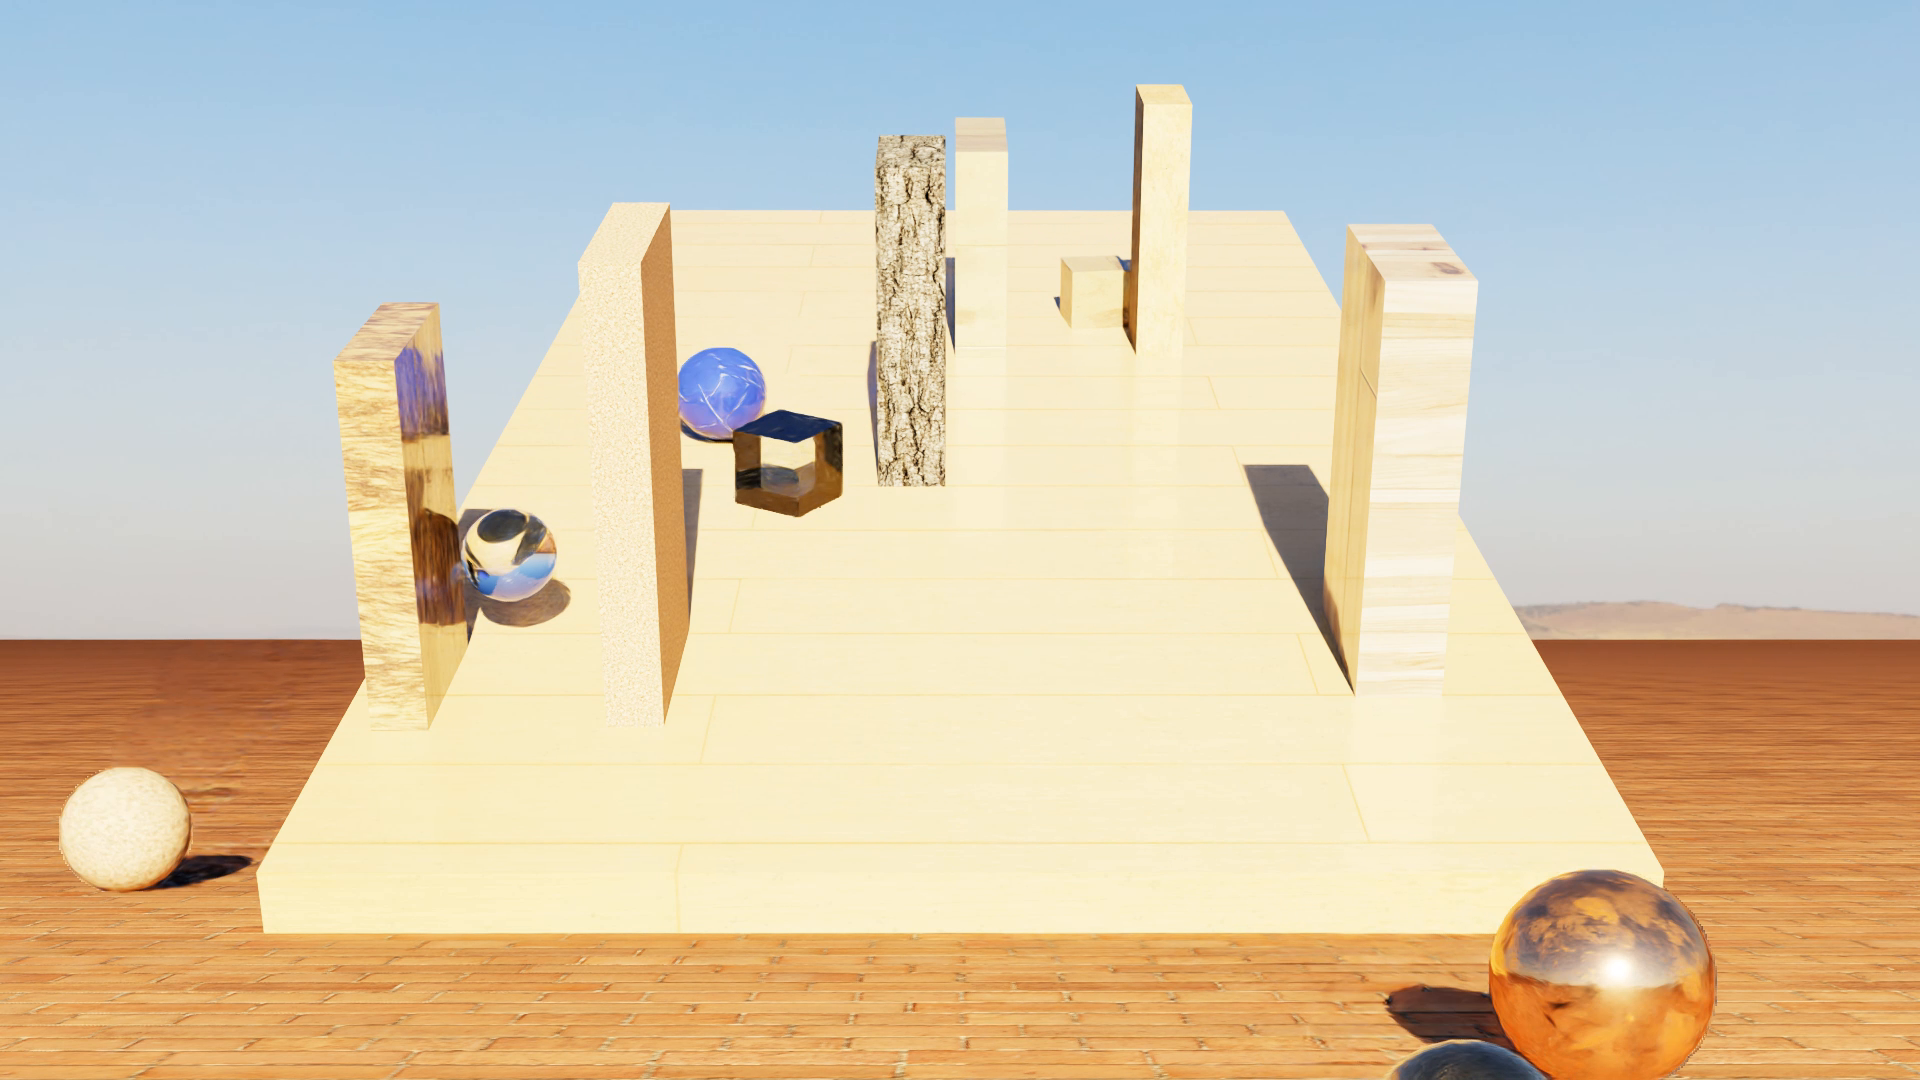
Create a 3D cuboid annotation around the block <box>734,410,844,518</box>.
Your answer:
[{"bbox_3d":[-0.345,-0.156,4.625,0.156,0.156,0.156,13,25,29],"label":"block"}]

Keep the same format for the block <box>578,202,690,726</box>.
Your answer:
[{"bbox_3d":[-0.523,-0.127,3.724,0.093,0.766,0.387,0,22,0],"label":"block"}]

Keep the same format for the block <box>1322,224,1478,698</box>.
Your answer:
[{"bbox_3d":[0.725,-0.136,3.830,0.143,0.710,0.368,0,22,0],"label":"block"}]

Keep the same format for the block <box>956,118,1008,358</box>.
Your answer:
[{"bbox_3d":[0.050,-0.752,5.659,0.123,0.503,0.414,0,22,0],"label":"block"}]

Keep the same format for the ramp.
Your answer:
[{"bbox_3d":[-0.006,-0.219,5.132,2.000,0.100,4.000,0,22,0],"label":"ramp"}]

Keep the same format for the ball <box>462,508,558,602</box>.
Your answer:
[{"bbox_3d":[-0.775,0.025,3.942,0.162,0.162,0.162,0,-2,0],"label":"ball"}]

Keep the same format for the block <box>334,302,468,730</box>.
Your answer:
[{"bbox_3d":[-0.898,-0.041,3.707,0.091,0.618,0.325,0,22,0],"label":"block"}]

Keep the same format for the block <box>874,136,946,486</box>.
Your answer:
[{"bbox_3d":[-0.099,-0.477,4.748,0.139,0.663,0.320,0,22,0],"label":"block"}]

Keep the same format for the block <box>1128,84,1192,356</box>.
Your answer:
[{"bbox_3d":[0.485,-0.778,5.579,0.112,0.613,0.254,0,22,0],"label":"block"}]

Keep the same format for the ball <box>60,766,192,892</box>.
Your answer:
[{"bbox_3d":[-1.393,0.483,3.828,0.208,0.208,0.208,0,-2,0],"label":"ball"}]

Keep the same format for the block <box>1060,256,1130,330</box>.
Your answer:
[{"bbox_3d":[0.344,-0.632,5.840,0.149,0.149,0.149,-3,22,-8],"label":"block"}]

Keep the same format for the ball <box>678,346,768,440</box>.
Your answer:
[{"bbox_3d":[-0.519,-0.318,4.970,0.203,0.203,0.203,0,-2,0],"label":"ball"}]

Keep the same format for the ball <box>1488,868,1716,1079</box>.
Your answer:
[{"bbox_3d":[0.606,0.415,2.168,0.208,0.208,0.208,0,-2,0],"label":"ball"}]

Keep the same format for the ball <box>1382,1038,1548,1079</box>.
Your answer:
[{"bbox_3d":[0.357,0.424,1.609,0.145,0.145,0.145,0,-2,0],"label":"ball"}]
